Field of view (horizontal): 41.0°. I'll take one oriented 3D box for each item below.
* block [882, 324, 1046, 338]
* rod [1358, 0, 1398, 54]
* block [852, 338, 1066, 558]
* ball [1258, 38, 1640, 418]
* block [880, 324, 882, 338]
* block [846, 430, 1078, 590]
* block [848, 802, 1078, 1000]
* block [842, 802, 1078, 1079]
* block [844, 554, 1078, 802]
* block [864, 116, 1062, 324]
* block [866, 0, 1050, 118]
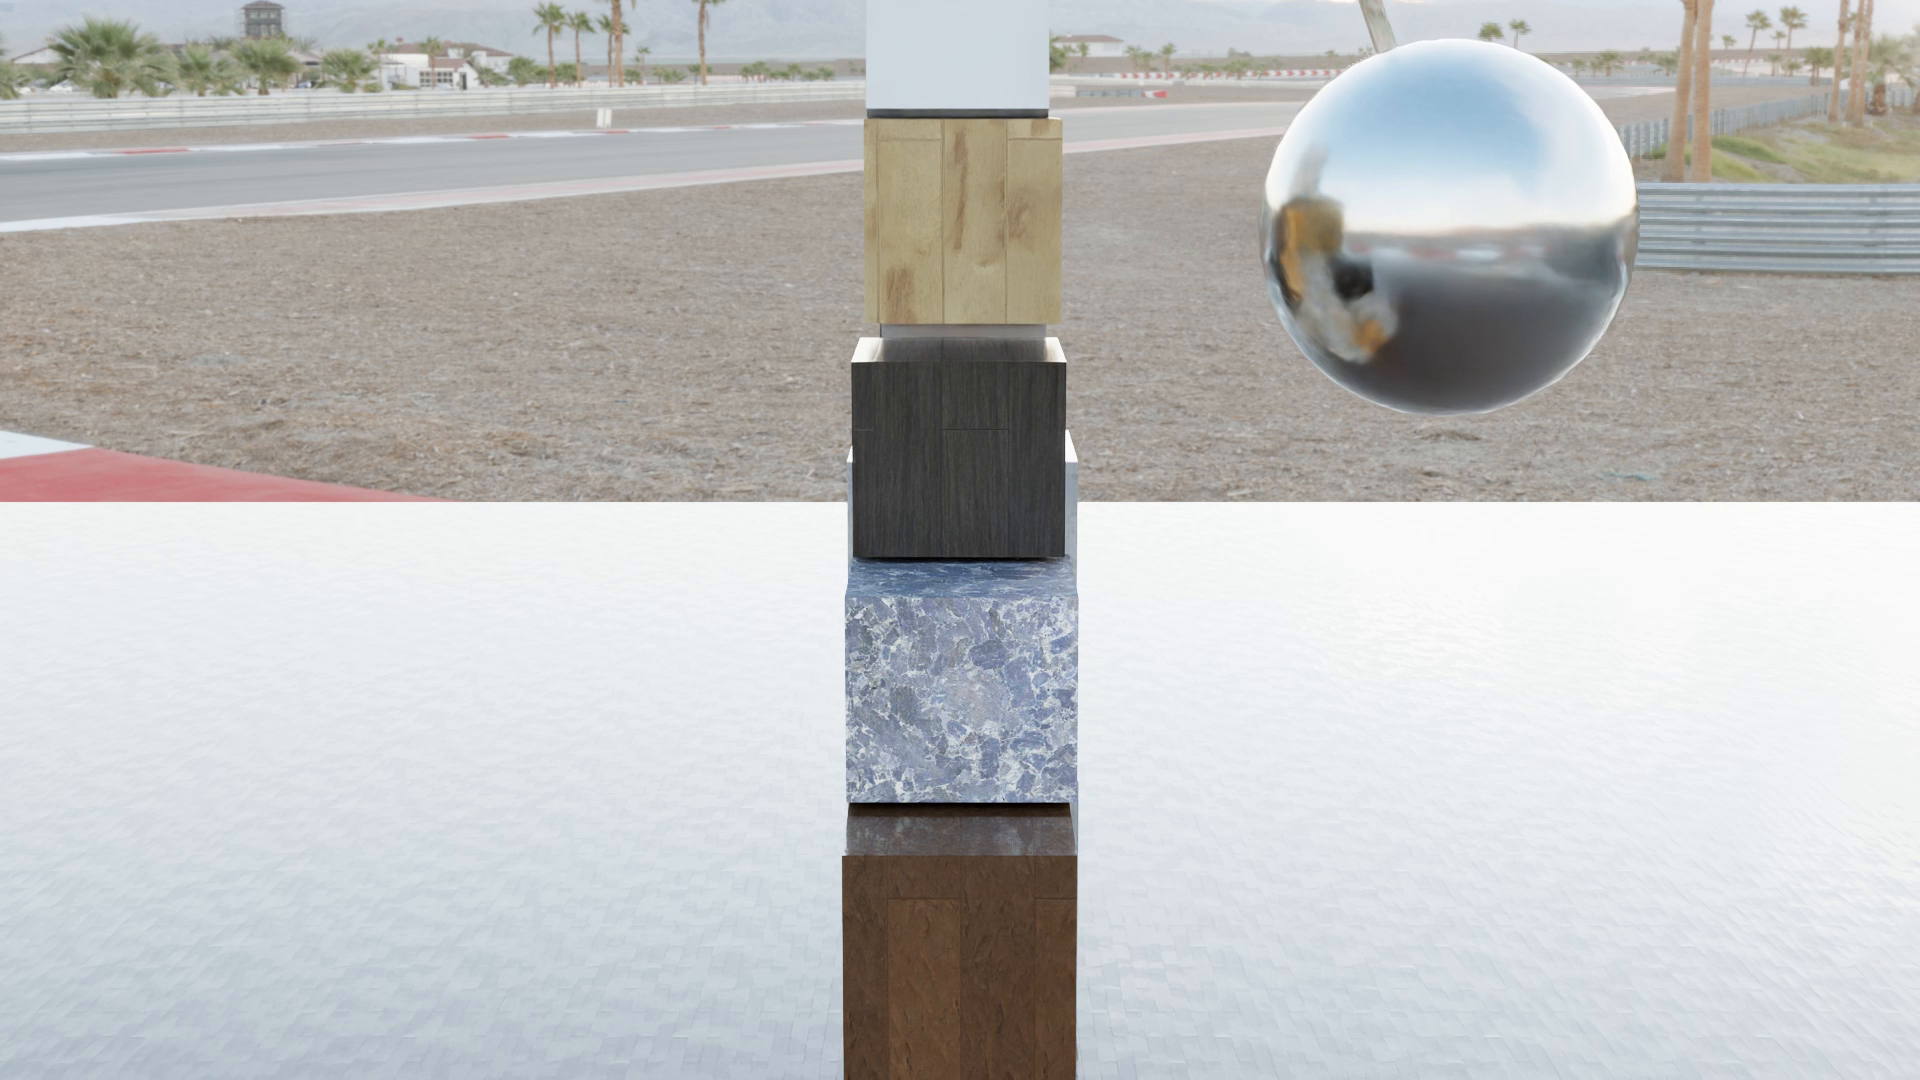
[{"bbox_3d":[0.016,-0.674,10.802,0.671,0.599,0.668,0,10,0],"label":"block"},{"bbox_3d":[0.899,-4.463,10.369,0.080,5.200,0.080,-20,10,4],"label":"rod"},{"bbox_3d":[-0.004,-0.379,10.052,0.801,0.739,0.886,0,10,0],"label":"block"},{"bbox_3d":[2.074,-1.324,10.940,1.600,1.600,1.600,0,10,0],"label":"ball"},{"bbox_3d":[0.001,-0.800,12.187,0.736,0.624,0.736,0,11,0],"label":"block"},{"bbox_3d":[0.010,0.006,11.085,0.949,0.840,0.976,0,10,0],"label":"block"},{"bbox_3d":[0.012,1.281,9.921,0.855,0.930,0.744,0,10,0],"label":"block"},{"bbox_3d":[-0.002,1.436,9.146,0.795,0.903,0.819,0,10,0],"label":"block"},{"bbox_3d":[0.006,0.497,9.544,0.828,0.748,0.843,0,10,0],"label":"block"},{"bbox_3d":[0.012,-1.310,10.406,0.771,0.792,0.793,0,10,0],"label":"block"},{"bbox_3d":[-0.009,-2.134,11.038,0.758,0.804,0.759,0,-7,0],"label":"block"}]
